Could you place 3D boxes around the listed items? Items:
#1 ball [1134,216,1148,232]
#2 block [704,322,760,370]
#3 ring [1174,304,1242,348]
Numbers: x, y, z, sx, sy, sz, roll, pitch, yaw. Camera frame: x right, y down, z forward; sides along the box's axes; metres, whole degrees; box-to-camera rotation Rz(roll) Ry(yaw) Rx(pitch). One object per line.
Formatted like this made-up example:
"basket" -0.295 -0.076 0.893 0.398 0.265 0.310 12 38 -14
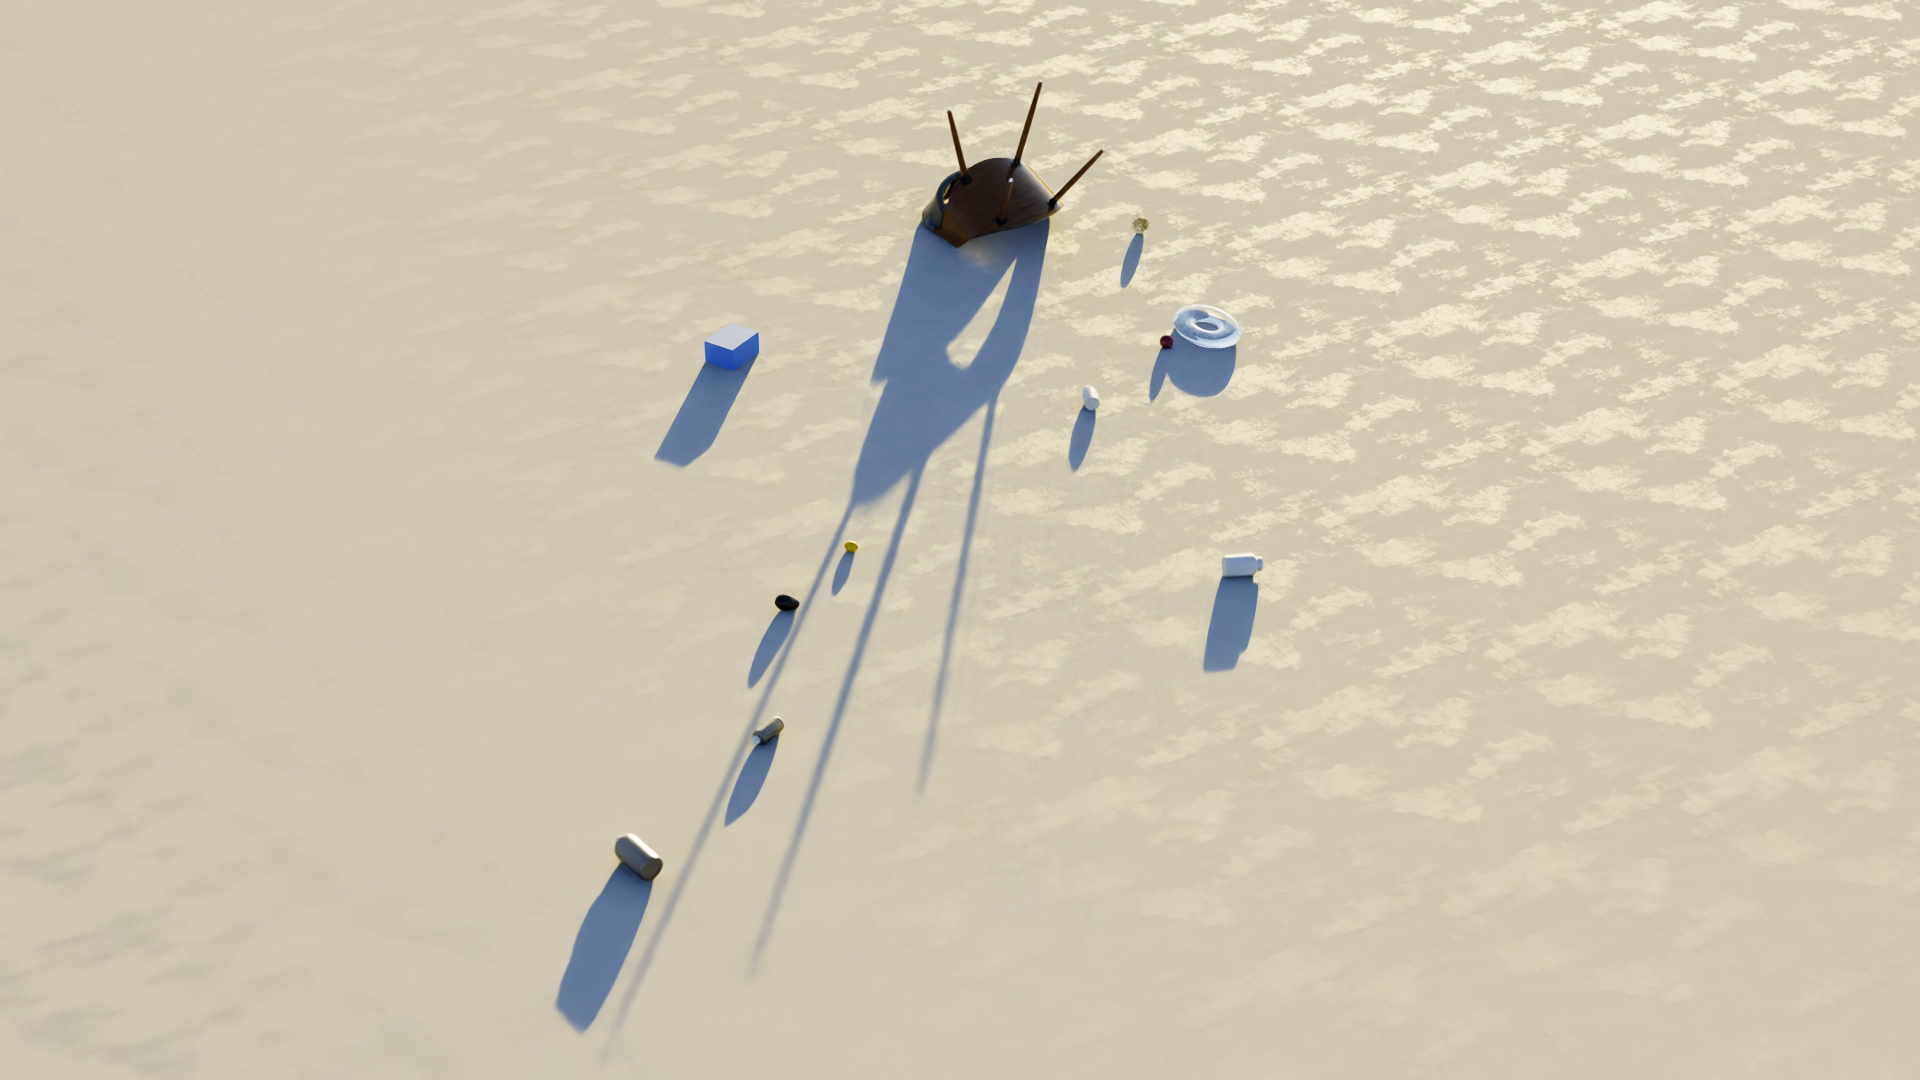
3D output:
"ball" 0.803 -1.400 13.007 0.067 0.067 0.067 0 33 0
"block" -0.939 -0.796 12.065 0.143 0.096 0.181 19 38 27
"ring" 1.033 -0.894 12.253 0.258 0.053 0.363 -15 36 -20
